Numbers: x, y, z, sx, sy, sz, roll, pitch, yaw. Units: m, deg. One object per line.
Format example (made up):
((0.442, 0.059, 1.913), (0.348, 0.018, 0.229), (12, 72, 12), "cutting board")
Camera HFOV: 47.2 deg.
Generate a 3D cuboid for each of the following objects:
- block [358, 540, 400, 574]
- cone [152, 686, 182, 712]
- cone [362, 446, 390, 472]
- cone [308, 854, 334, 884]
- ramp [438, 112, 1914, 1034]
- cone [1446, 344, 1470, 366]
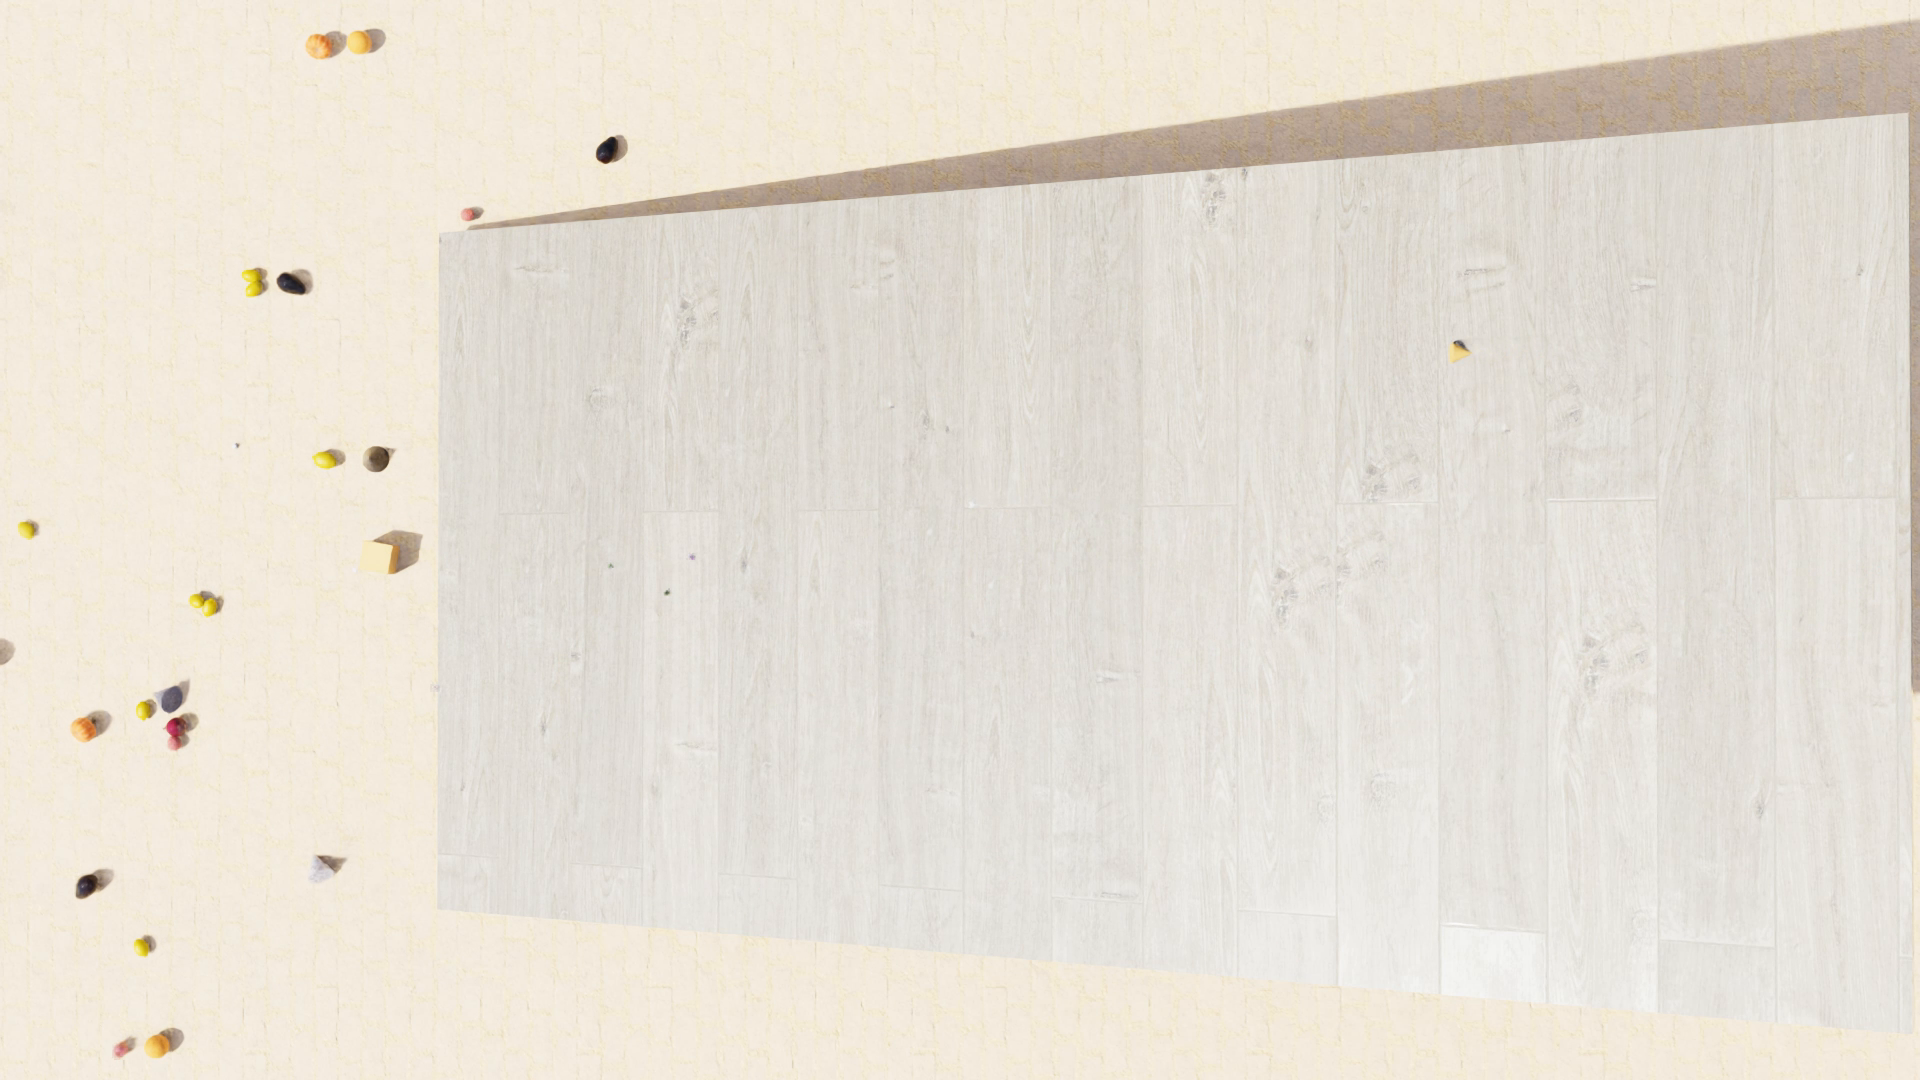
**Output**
((-1.729, 0.052, 6.549), (0.087, 0.087, 0.087), (10, 89, 0), "block")
((-2.384, 0.467, 6.569), (0.083, 0.083, 0.083), (13, 89, 27), "cone")
((-1.752, -0.243, 6.556), (0.081, 0.081, 0.081), (0, 89, 0), "cone")
((-1.918, 0.970, 6.565), (0.078, 0.078, 0.078), (-28, 63, 0), "cone")
((0.281, 0.081, 5.682), (4.000, 0.100, 2.000), (0, 89, 26), "ramp")
((1.185, -0.441, 5.187), (0.050, 0.050, 0.050), (-12, 89, -24), "cone")
